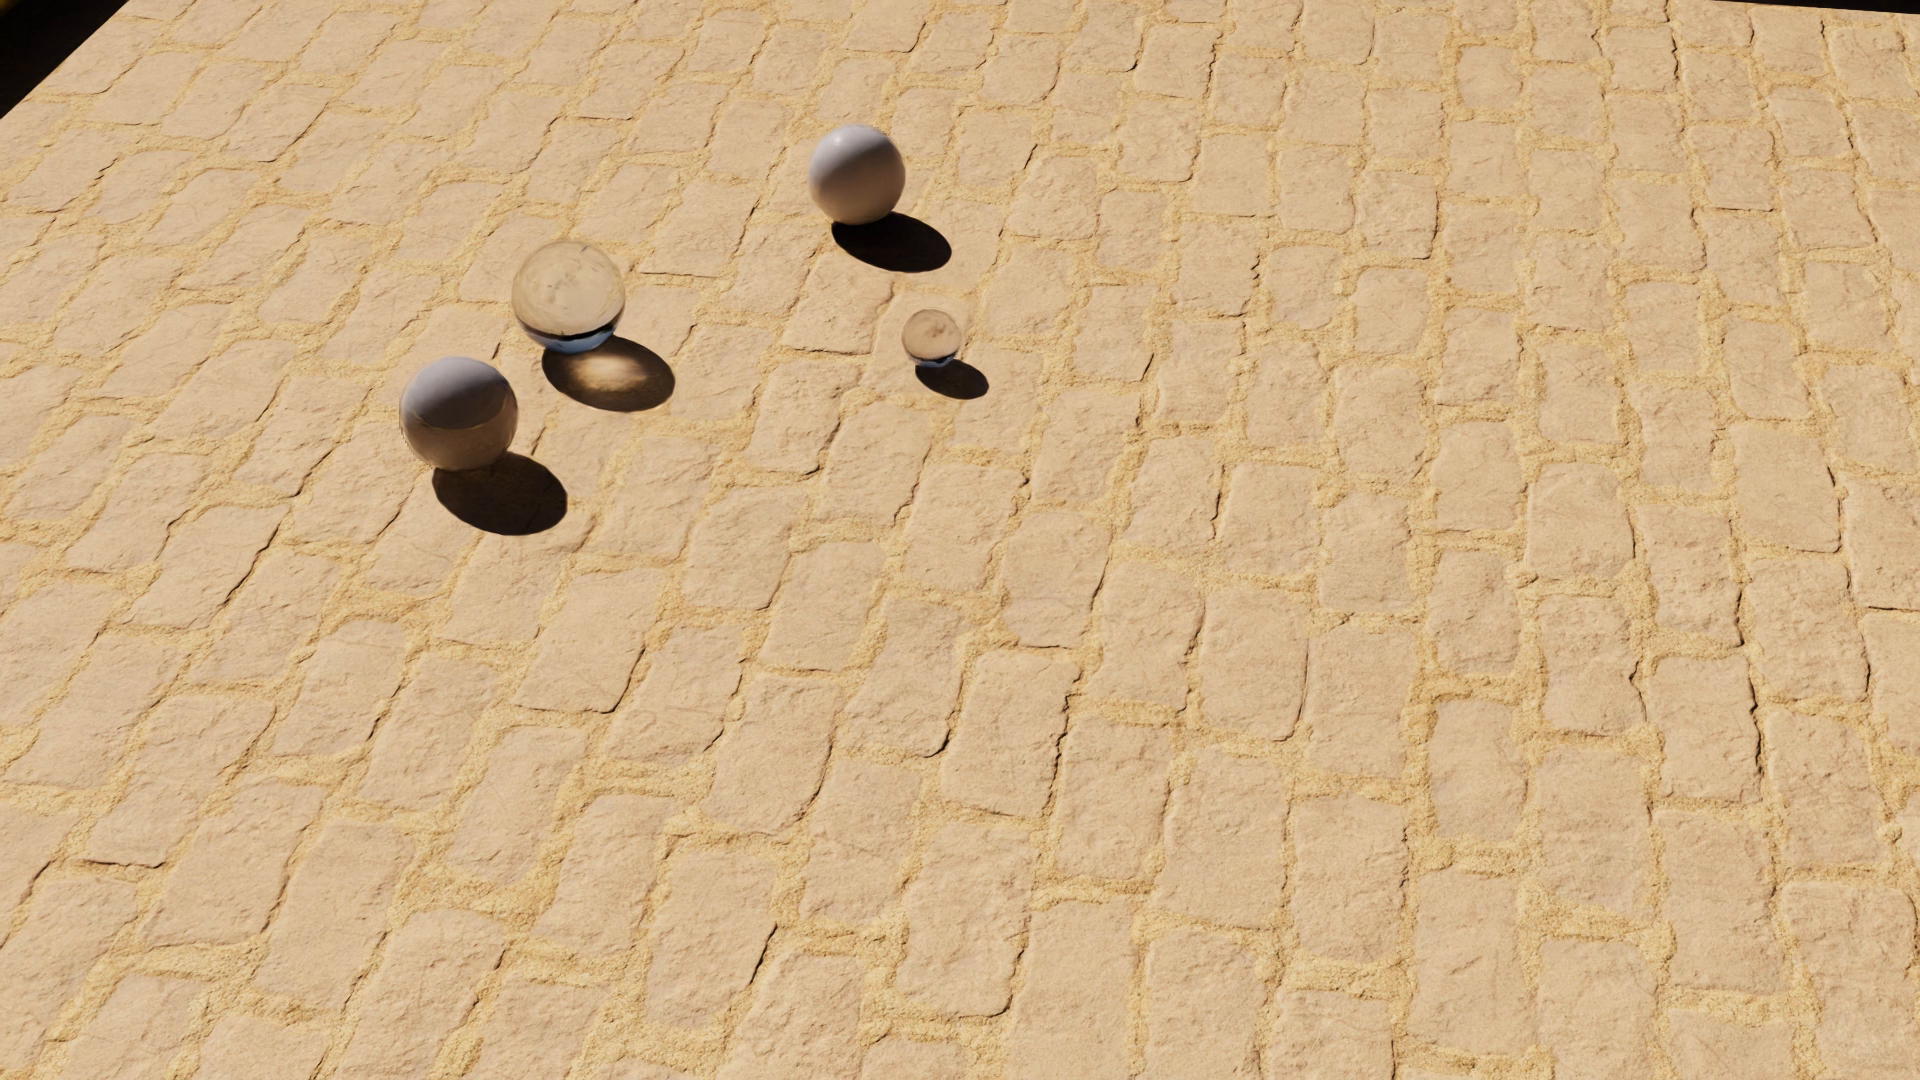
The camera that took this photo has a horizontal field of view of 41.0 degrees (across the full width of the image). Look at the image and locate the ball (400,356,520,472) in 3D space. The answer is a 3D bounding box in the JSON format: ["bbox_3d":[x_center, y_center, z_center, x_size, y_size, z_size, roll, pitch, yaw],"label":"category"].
[{"bbox_3d":[-0.357,-0.090,1.834,0.083,0.083,0.083,0,35,0],"label":"ball"}]

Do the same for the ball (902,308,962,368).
[{"bbox_3d":[-0.022,-0.153,1.955,0.046,0.046,0.046,0,35,0],"label":"ball"}]

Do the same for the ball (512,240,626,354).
[{"bbox_3d":[-0.300,-0.186,1.966,0.087,0.087,0.087,0,35,0],"label":"ball"}]

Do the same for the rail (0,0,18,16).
[{"bbox_3d":[-1.040,-0.129,1.854,0.045,0.120,2.342,6,36,8],"label":"rail"}]

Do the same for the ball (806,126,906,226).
[{"bbox_3d":[-0.086,-0.303,2.134,0.082,0.082,0.082,0,35,0],"label":"ball"}]
